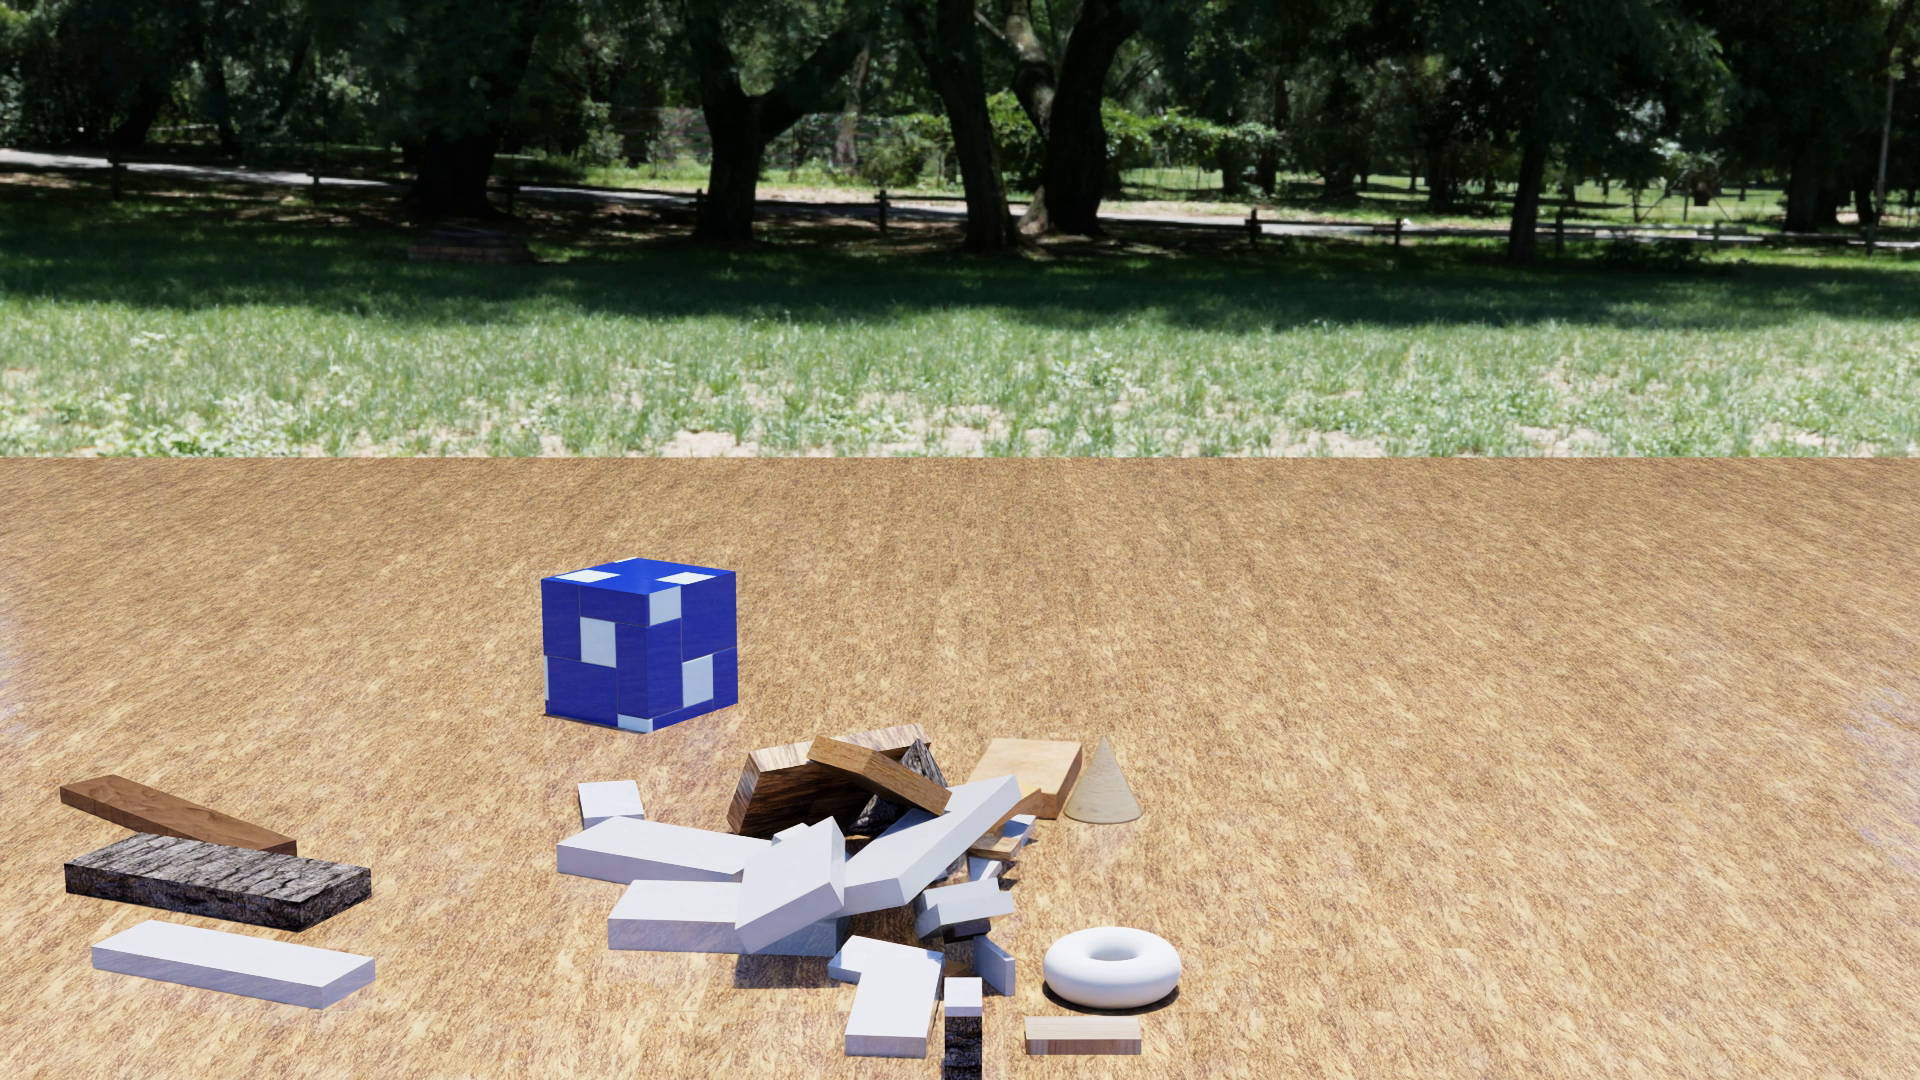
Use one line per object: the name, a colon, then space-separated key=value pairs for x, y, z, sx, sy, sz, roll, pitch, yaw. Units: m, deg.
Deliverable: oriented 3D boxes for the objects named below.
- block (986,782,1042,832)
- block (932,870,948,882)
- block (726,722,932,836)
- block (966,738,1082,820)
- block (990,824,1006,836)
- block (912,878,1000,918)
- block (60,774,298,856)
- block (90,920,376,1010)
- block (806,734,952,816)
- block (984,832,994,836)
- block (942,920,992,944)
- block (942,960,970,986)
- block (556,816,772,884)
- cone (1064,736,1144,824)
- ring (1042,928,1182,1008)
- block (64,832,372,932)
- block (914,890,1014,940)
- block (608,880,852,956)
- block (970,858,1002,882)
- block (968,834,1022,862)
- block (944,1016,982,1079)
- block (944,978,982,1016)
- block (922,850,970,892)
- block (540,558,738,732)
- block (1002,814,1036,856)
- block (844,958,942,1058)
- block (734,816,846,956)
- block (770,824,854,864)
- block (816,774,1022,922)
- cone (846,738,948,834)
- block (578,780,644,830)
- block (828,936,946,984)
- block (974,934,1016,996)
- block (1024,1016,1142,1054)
block: x=0.060 y=0.474 z=3.902 sx=0.083 sy=0.024 sz=0.167 roll=11 pitch=26 yaw=41
block: x=-0.070 y=0.537 z=3.590 sx=0.076 sy=0.022 sz=0.152 roll=-17 pitch=4 yaw=-8
block: x=-0.238 y=0.437 z=4.011 sx=0.354 sy=0.177 sz=0.050 roll=-7 pitch=46 yaw=-32
block: x=0.124 y=0.458 z=4.244 sx=0.177 sy=0.050 sz=0.354 roll=2 pitch=11 yaw=11
block: x=0.018 y=0.529 z=3.834 sx=0.083 sy=0.024 sz=0.167 roll=-2 pitch=20 yaw=16
block: x=-0.007 y=0.564 z=3.426 sx=0.112 sy=0.032 sz=0.224 roll=-9 pitch=-14 yaw=-8
block: x=-1.434 y=0.511 z=4.011 sx=0.621 sy=0.031 sz=0.108 roll=9 pitch=14 yaw=40
block: x=-1.097 y=0.638 z=3.316 sx=0.428 sy=0.035 sz=0.124 roll=4 pitch=11 yaw=22
block: x=-0.143 y=0.403 z=3.780 sx=0.158 sy=0.045 sz=0.317 roll=30 pitch=-11 yaw=-18
block: x=0.013 y=0.543 z=3.739 sx=0.059 sy=0.017 sz=0.119 roll=4 pitch=37 yaw=19
block: x=0.010 y=0.594 z=3.329 sx=0.055 sy=0.016 sz=0.111 roll=-8 pitch=-14 yaw=-12
block: x=-0.046 y=0.647 z=3.321 sx=0.111 sy=0.016 sz=0.055 roll=7 pitch=13 yaw=35
block: x=-0.494 y=0.545 z=3.773 sx=0.354 sy=0.050 sz=0.177 roll=5 pitch=12 yaw=26
cone: x=0.267 y=0.435 z=4.093 sx=0.149 sy=0.149 sz=0.149 roll=0 pitch=11 yaw=0
ring: x=0.225 y=0.633 z=3.256 sx=0.205 sy=0.068 sz=0.205 roll=-1 pitch=11 yaw=0
block: x=-1.236 y=0.566 z=3.660 sx=0.487 sy=0.051 sz=0.179 roll=4 pitch=11 yaw=22
block: x=0.004 y=0.569 z=3.322 sx=0.112 sy=0.032 sz=0.224 roll=-8 pitch=-14 yaw=-13
block: x=-0.361 y=0.598 z=3.487 sx=0.357 sy=0.051 sz=0.179 roll=1 pitch=11 yaw=5
block: x=0.018 y=0.567 z=3.655 sx=0.059 sy=0.017 sz=0.119 roll=5 pitch=29 yaw=27
block: x=0.038 y=0.519 z=3.720 sx=0.119 sy=0.017 sz=0.059 roll=4 pitch=16 yaw=19
block: x=0.004 y=0.676 z=2.933 sx=0.050 sy=0.100 sz=0.014 roll=0 pitch=11 yaw=0
block: x=0.004 y=0.614 z=2.955 sx=0.050 sy=0.014 sz=0.100 roll=0 pitch=11 yaw=0
block: x=-0.023 y=0.545 z=3.595 sx=0.076 sy=0.022 sz=0.207 roll=-17 pitch=4 yaw=1
block: x=-0.700 y=0.223 z=4.826 sx=0.298 sy=0.298 sz=0.298 roll=7 pitch=13 yaw=33
block: x=0.078 y=0.527 z=3.942 sx=0.083 sy=0.024 sz=0.166 roll=3 pitch=11 yaw=14
block: x=-0.092 y=0.662 z=3.125 sx=0.112 sy=0.032 sz=0.224 roll=1 pitch=17 yaw=5
block: x=-0.259 y=0.530 z=3.406 sx=0.158 sy=0.045 sz=0.317 roll=-27 pitch=11 yaw=3
block: x=-0.236 y=0.539 z=3.736 sx=0.158 sy=0.022 sz=0.079 roll=29 pitch=24 yaw=27
block: x=-0.063 y=0.497 z=3.604 sx=0.158 sy=0.045 sz=0.531 roll=-14 pitch=6 yaw=23
cone: x=-0.122 y=0.488 z=3.981 sx=0.193 sy=0.193 sz=0.193 roll=-26 pitch=9 yaw=5
block: x=-0.651 y=0.496 z=4.093 sx=0.108 sy=0.031 sz=0.217 roll=-2 pitch=11 yaw=-12
block: x=-0.110 y=0.637 z=3.295 sx=0.158 sy=0.022 sz=0.079 roll=5 pitch=28 yaw=27
block: x=0.051 y=0.634 z=3.279 sx=0.016 sy=0.055 sz=0.111 roll=-5 pitch=12 yaw=-24
block: x=0.171 y=0.690 z=3.066 sx=0.158 sy=0.022 sz=0.079 roll=0 pitch=11 yaw=0
